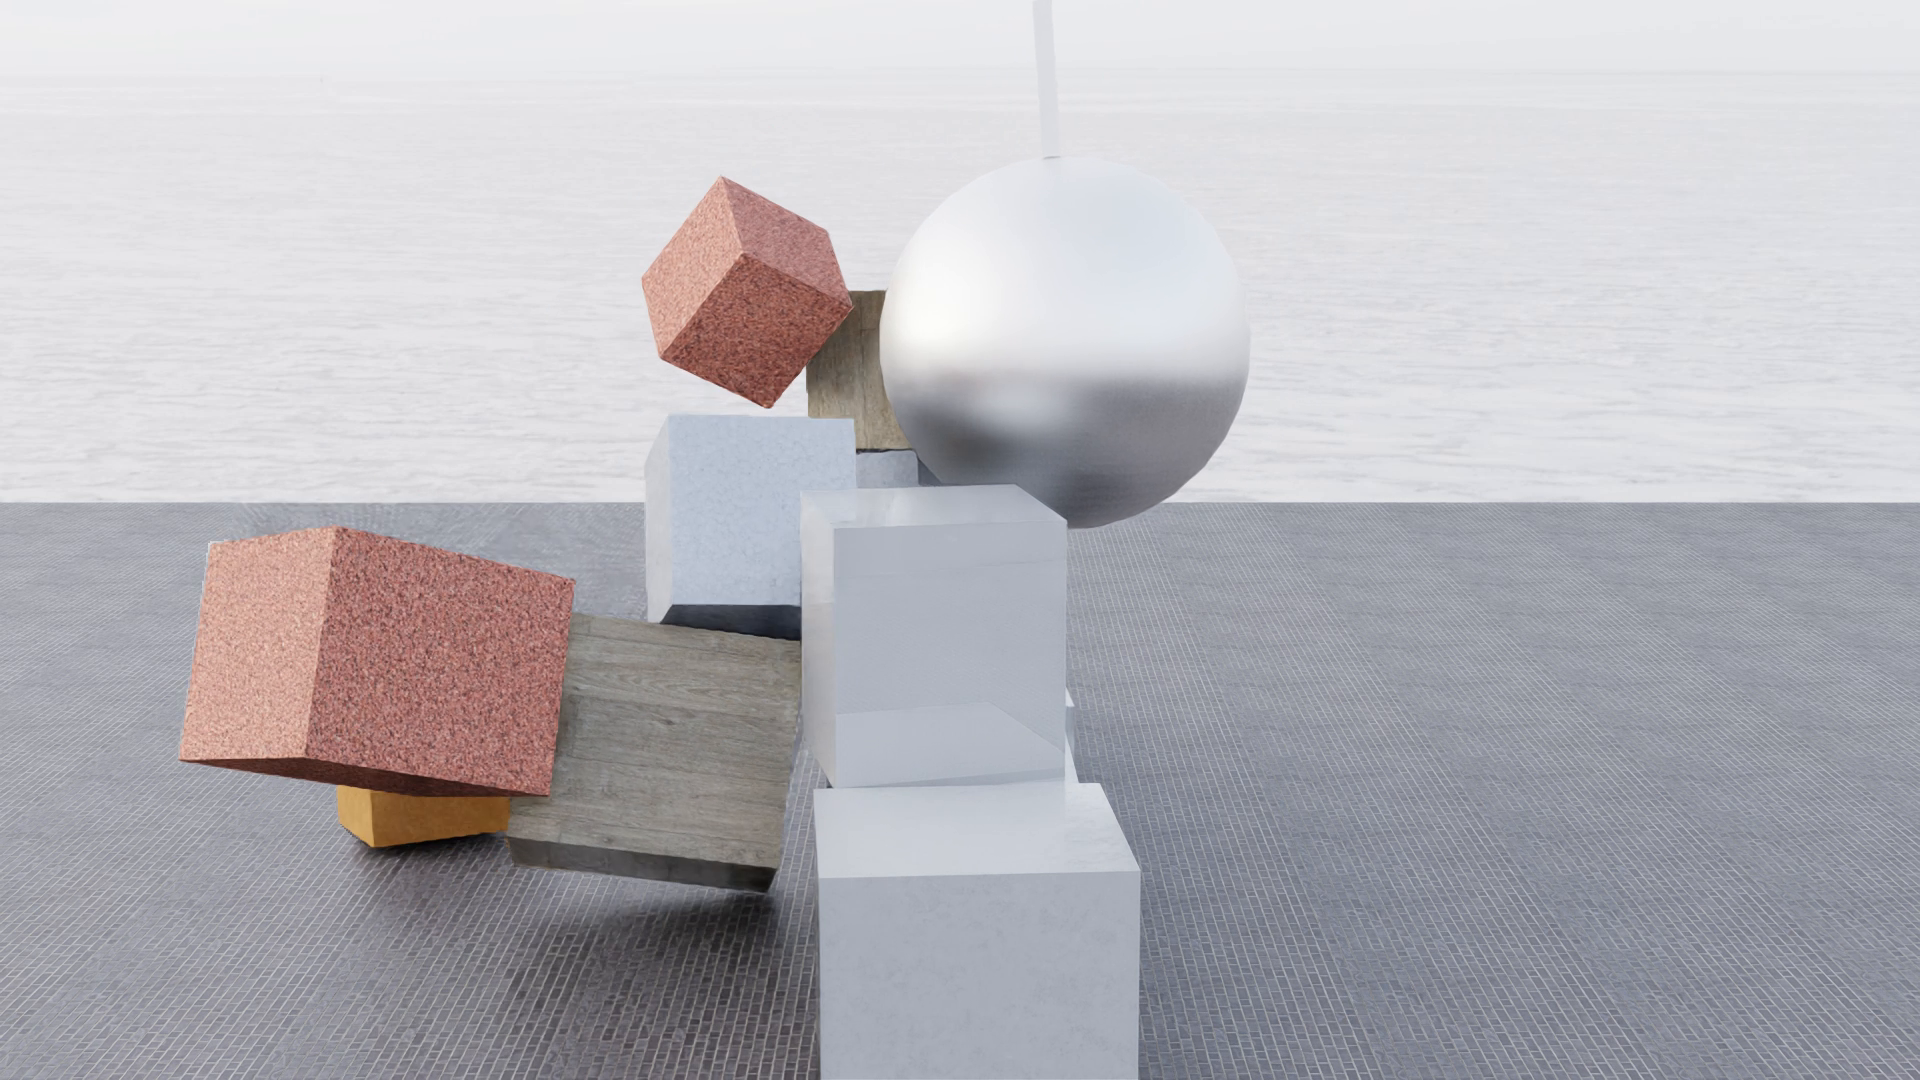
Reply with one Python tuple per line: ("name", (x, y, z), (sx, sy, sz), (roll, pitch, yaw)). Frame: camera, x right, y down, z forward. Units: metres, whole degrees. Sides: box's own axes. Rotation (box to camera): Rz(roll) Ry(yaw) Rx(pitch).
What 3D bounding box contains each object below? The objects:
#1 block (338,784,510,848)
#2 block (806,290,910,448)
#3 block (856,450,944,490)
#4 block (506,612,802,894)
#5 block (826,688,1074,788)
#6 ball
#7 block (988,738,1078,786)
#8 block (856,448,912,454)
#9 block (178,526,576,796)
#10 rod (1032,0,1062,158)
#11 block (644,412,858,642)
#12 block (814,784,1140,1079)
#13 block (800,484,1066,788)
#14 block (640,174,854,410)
("block", (-2.523, 1.044, 12.009), (0.645, 0.597, 0.662), (-5, 7, -26))
("block", (-0.254, -0.811, 12.064), (0.689, 0.725, 0.677), (0, 5, 28))
("block", (-0.464, 0.042, 11.733), (0.843, 0.867, 0.878), (-4, 2, 14))
("block", (-1.269, 0.905, 10.749), (1.082, 0.929, 0.929), (7, -15, -6))
("block", (-0.068, 1.064, 11.013), (1.009, 0.966, 1.066), (-1, 10, -3))
("ball", (0.451, -0.843, 11.027), (1.600, 1.600, 1.600), (0, 10, 0))
("block", (-0.003, 1.273, 10.048), (0.870, 0.899, 0.883), (0, 10, -1))
("block", (-0.043, -0.052, 12.663), (0.828, 0.883, 0.854), (1, 7, 7))
("block", (-2.229, 0.495, 9.842), (1.057, 0.841, 0.931), (15, -15, -42))
("rod", (0.195, -4.179, 10.421), (0.080, 5.200, 0.080), (-4, 10, 1))
("block", (-0.876, -0.032, 10.697), (0.770, 0.796, 0.690), (1, -16, -15))
("block", (0.028, 1.453, 9.008), (1.058, 0.919, 1.062), (-1, 10, -4))
("block", (-0.117, 0.354, 9.829), (0.864, 0.988, 0.857), (-2, 11, -11))
("block", (-0.972, -1.119, 11.619), (0.608, 0.650, 0.614), (24, 30, -33))
